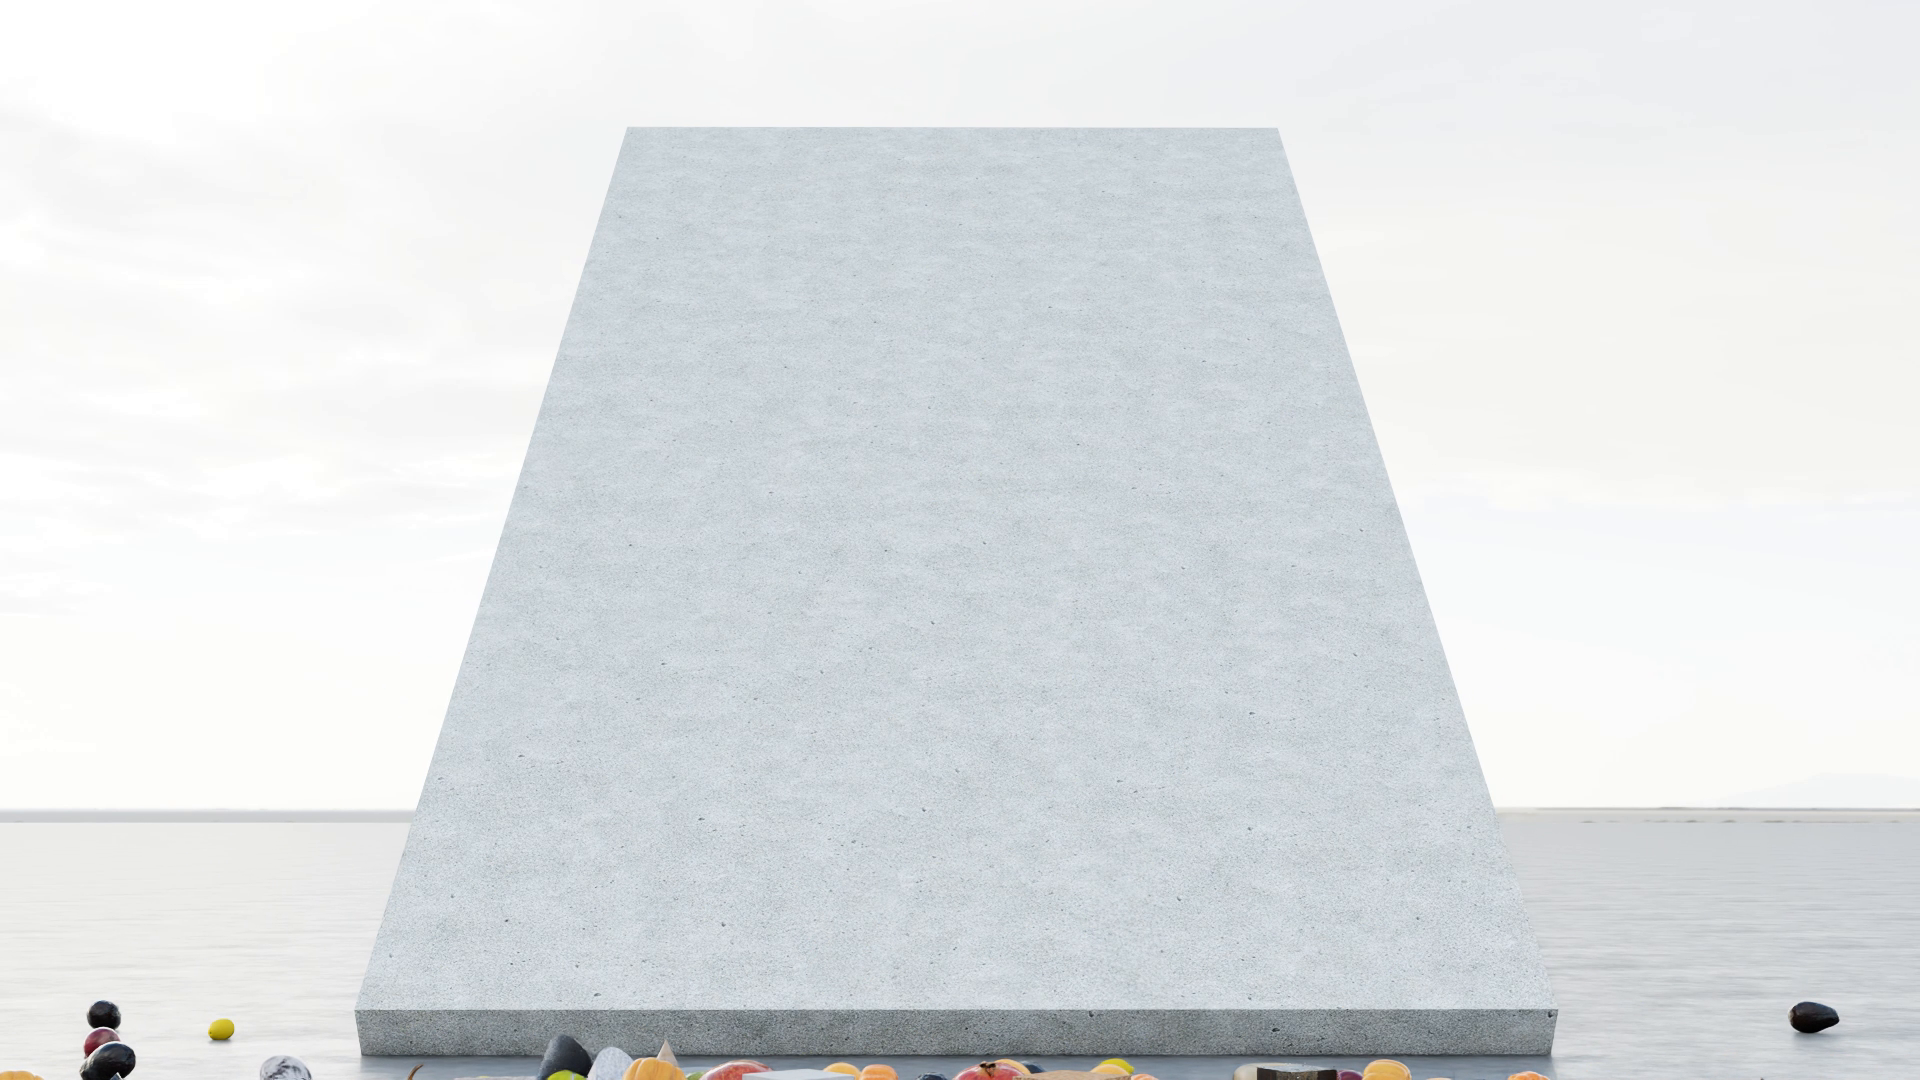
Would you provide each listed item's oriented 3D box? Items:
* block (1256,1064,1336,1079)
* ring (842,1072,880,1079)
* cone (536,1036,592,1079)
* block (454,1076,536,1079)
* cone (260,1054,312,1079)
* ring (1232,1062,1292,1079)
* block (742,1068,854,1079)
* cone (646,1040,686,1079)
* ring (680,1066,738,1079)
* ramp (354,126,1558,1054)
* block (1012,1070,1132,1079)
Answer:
[{"bbox_3d":[0.437,0.722,3.147,0.073,0.073,0.073,4,-7,-30],"label":"block"},{"bbox_3d":[-0.159,0.777,3.448,0.100,0.033,0.100,1,-7,0],"label":"ring"},{"bbox_3d":[-0.597,0.785,3.548,0.088,0.088,0.088,-5,19,36],"label":"cone"},{"bbox_3d":[-0.537,0.672,2.798,0.094,0.094,0.094,1,-7,-10],"label":"block"},{"bbox_3d":[-0.944,0.764,3.349,0.077,0.077,0.077,-1,20,9],"label":"cone"},{"bbox_3d":[0.456,0.774,3.470,0.134,0.045,0.134,1,-7,0],"label":"ring"},{"bbox_3d":[-0.191,0.678,2.861,0.095,0.095,0.095,5,-8,-39],"label":"block"},{"bbox_3d":[-0.406,0.736,3.350,0.092,0.092,0.092,0,-6,0],"label":"cone"},{"bbox_3d":[-0.371,0.779,3.486,0.110,0.037,0.110,1,-5,0],"label":"ring"},{"bbox_3d":[-0.014,-0.202,5.774,2.000,0.100,4.000,0,31,0],"label":"ramp"},{"bbox_3d":[0.130,0.671,2.811,0.099,0.099,0.099,-5,-8,38],"label":"block"}]
